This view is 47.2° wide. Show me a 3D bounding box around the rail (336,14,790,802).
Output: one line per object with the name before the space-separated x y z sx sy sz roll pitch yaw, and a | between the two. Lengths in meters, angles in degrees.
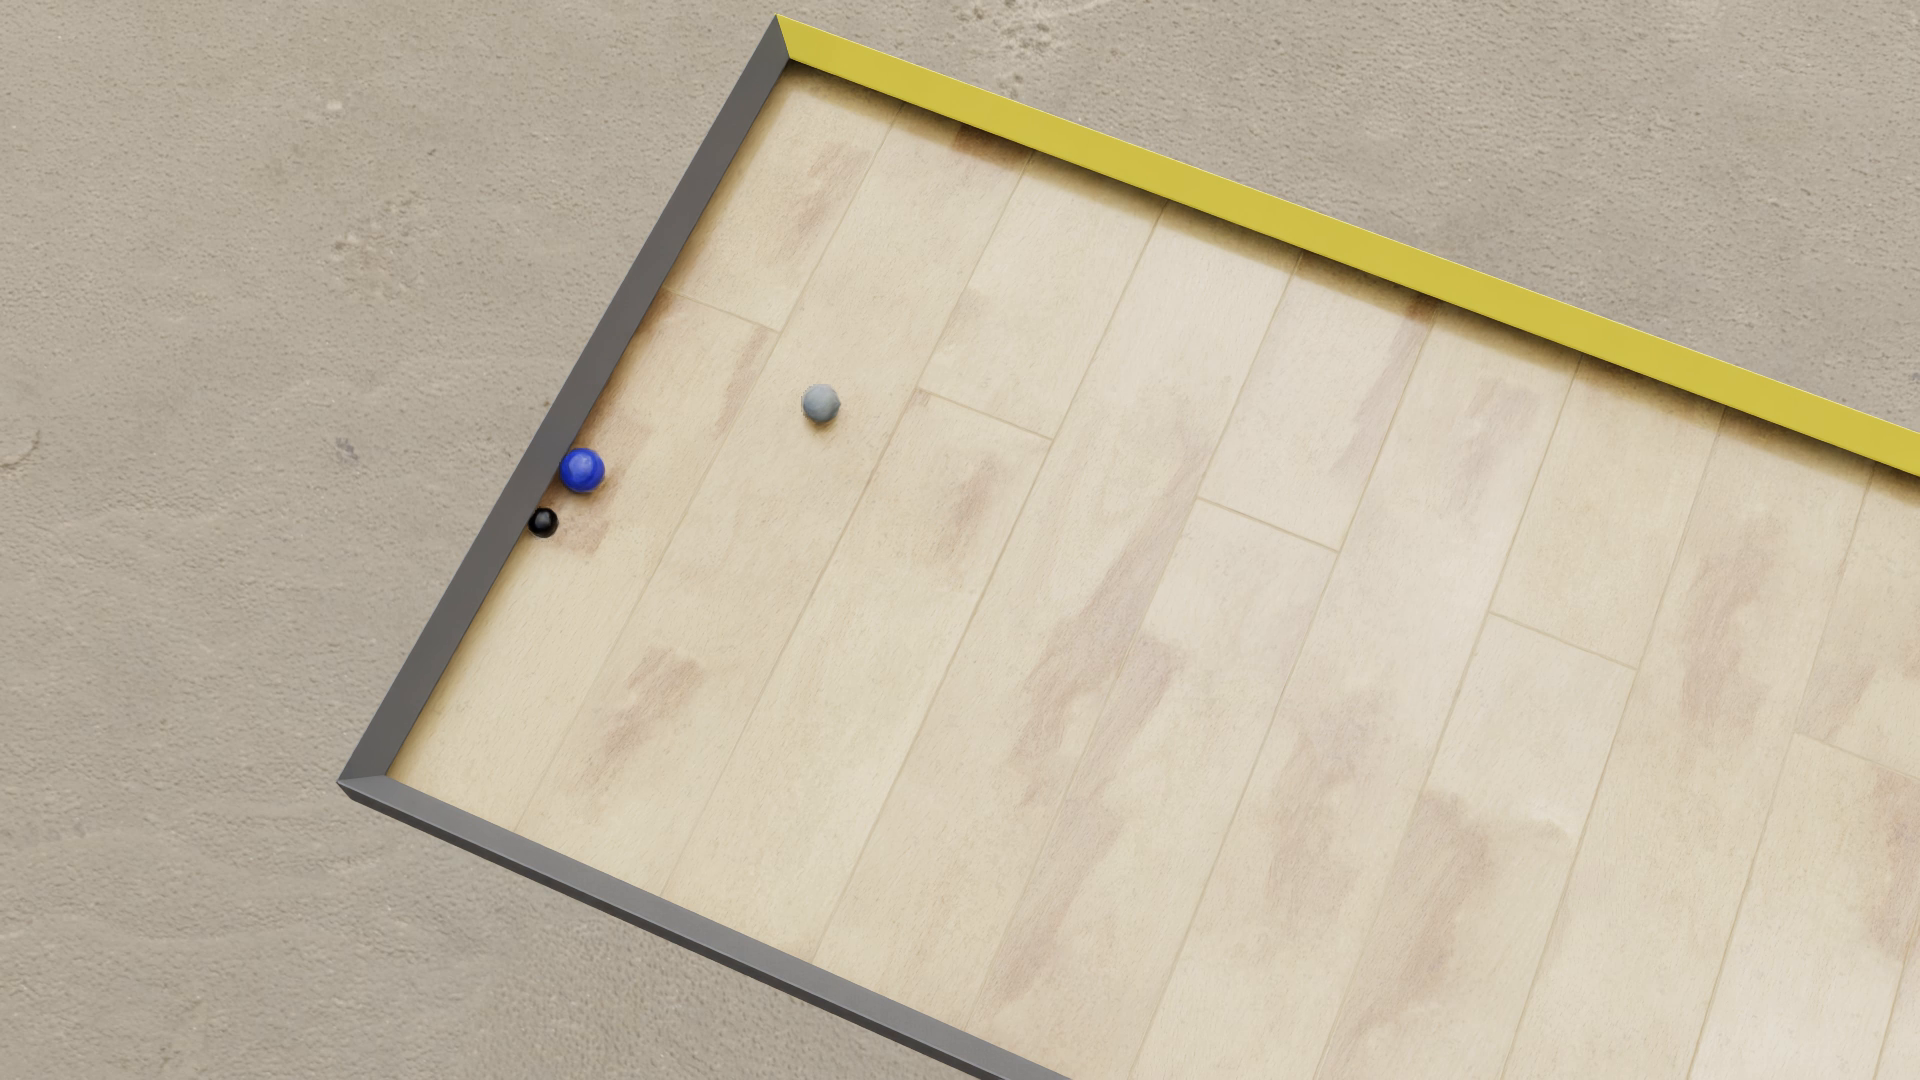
rail | -0.609 -0.253 3.615 0.045 0.094 1.529 22 69 9

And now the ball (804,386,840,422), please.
ball | -0.228 -0.223 3.620 0.061 0.061 0.061 0 67 0

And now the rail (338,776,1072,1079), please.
rail | 0.333 0.870 3.132 2.754 0.094 0.045 22 69 9

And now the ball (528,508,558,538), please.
ball | -0.671 -0.028 3.543 0.050 0.050 0.050 0 67 0

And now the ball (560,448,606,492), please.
ball | -0.611 -0.113 3.567 0.072 0.072 0.072 0 67 0

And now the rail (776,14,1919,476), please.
rail | 0.928 -0.377 3.667 2.754 0.094 0.045 22 69 9
